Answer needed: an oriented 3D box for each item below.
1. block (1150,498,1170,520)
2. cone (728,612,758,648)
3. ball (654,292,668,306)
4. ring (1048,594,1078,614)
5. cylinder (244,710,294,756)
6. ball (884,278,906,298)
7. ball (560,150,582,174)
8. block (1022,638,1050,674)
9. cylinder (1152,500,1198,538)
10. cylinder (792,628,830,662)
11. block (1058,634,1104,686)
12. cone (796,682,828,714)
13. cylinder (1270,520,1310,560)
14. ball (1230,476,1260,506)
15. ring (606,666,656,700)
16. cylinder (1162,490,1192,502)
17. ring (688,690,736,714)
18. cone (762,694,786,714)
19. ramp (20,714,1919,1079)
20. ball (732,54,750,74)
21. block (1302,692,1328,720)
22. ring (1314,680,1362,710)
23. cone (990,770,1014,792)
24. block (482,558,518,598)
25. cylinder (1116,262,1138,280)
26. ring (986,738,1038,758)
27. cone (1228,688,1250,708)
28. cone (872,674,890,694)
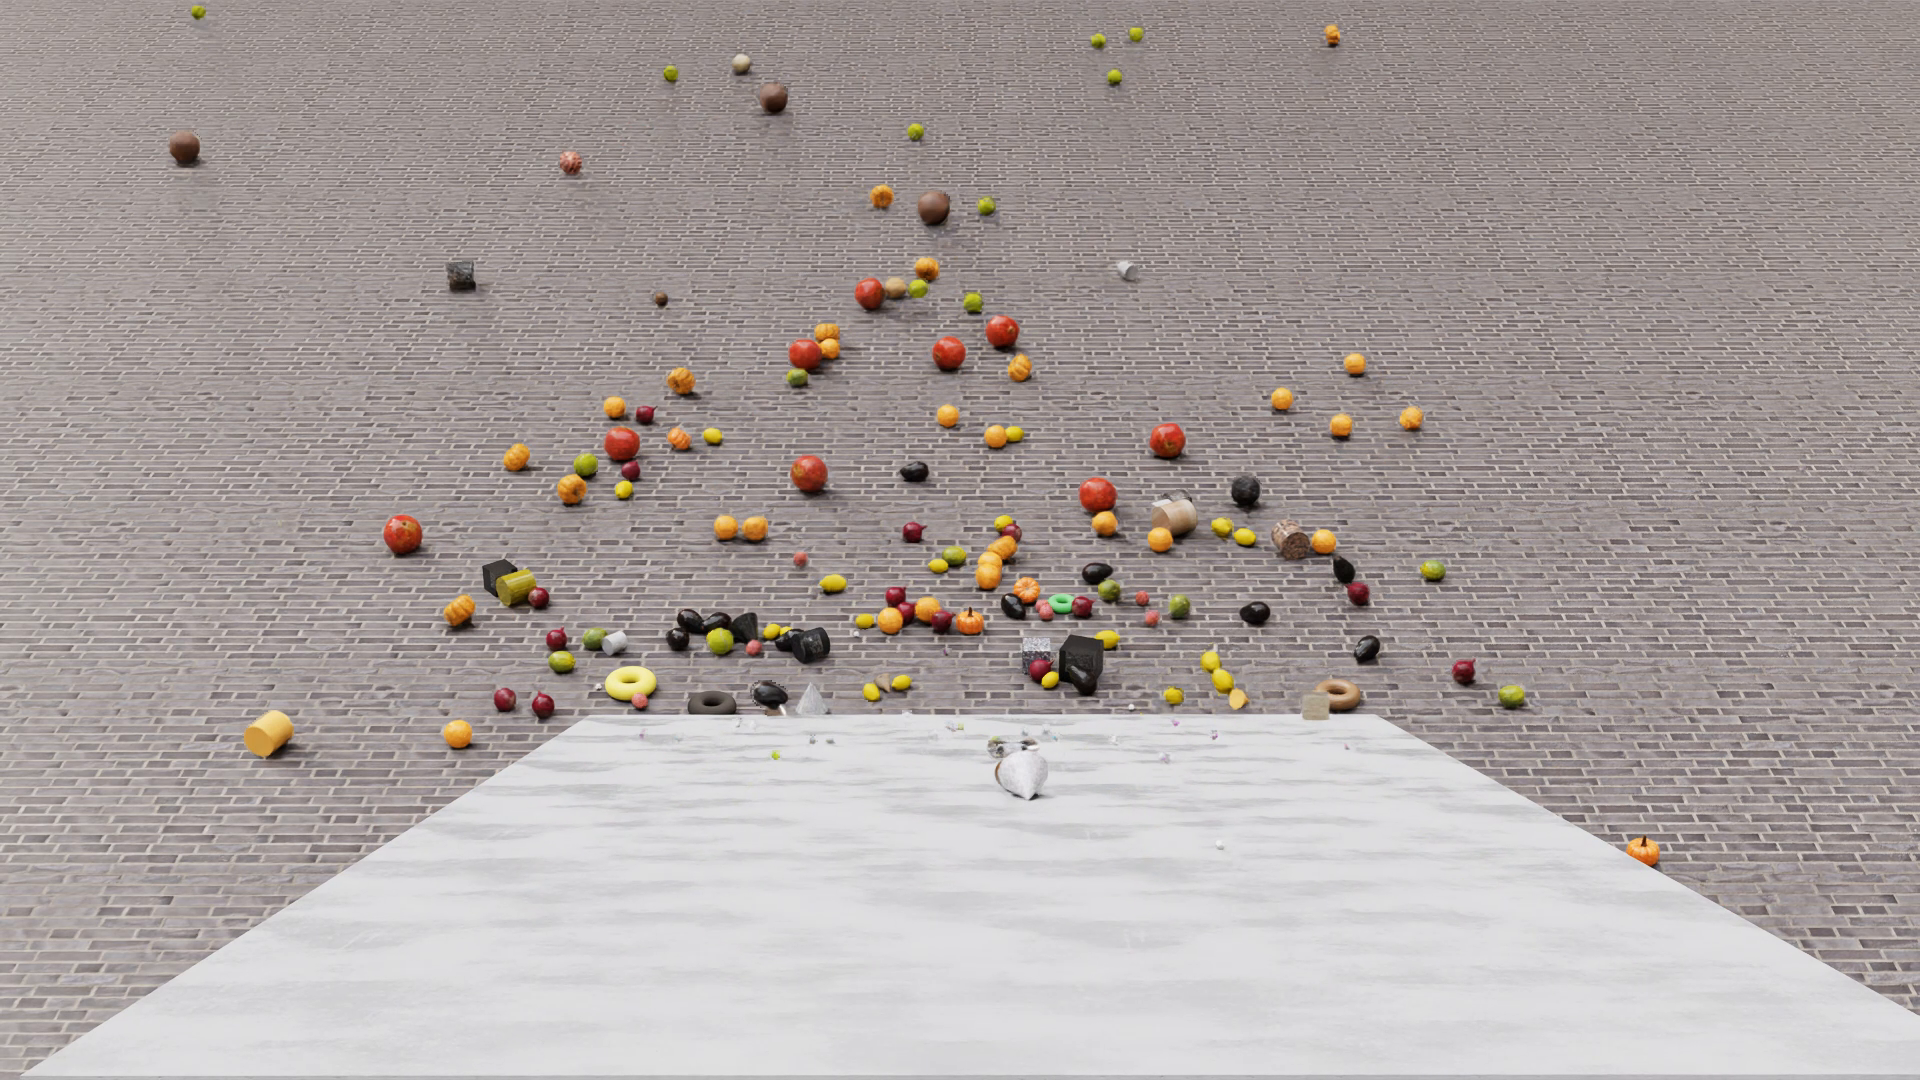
[{"bbox_3d":[0.617,-0.080,7.773,0.059,0.059,0.059,-15,30,-28],"label":"block"},{"bbox_3d":[-0.576,0.264,7.098,0.092,0.092,0.092,-17,58,-30],"label":"cone"},{"bbox_3d":[-1.089,-0.878,9.394,0.051,0.051,0.051,0,26,0],"label":"ball"},{"bbox_3d":[0.290,0.180,7.282,0.087,0.029,0.087,1,27,-1],"label":"ring"},{"bbox_3d":[-1.761,0.494,6.581,0.087,0.087,0.087,11,28,21],"label":"cylinder"},{"bbox_3d":[-0.237,-0.924,9.458,0.077,0.077,0.077,0,26,0],"label":"ball"},{"bbox_3d":[-1.622,-1.573,10.749,0.095,0.095,0.095,0,26,0],"label":"ball"},{"bbox_3d":[0.206,0.314,6.961,0.073,0.073,0.073,0,26,0],"label":"block"},{"bbox_3d":[0.639,-0.063,7.693,0.099,0.099,0.099,-15,30,-28],"label":"cylinder"},{"bbox_3d":[-0.406,0.284,7.016,0.078,0.078,0.078,-16,30,-29],"label":"cylinder"},{"bbox_3d":[0.325,0.323,6.919,0.094,0.094,0.094,9,28,18],"label":"block"},{"bbox_3d":[-0.388,0.406,6.763,0.084,0.084,0.084,0,26,0],"label":"cone"},{"bbox_3d":[0.970,-0.001,7.579,0.090,0.090,0.090,-6,27,-12],"label":"cylinder"},{"bbox_3d":[0.872,-0.150,7.879,0.090,0.090,0.090,0,26,0],"label":"ball"},{"bbox_3d":[-0.875,0.381,6.856,0.137,0.046,0.137,-1,28,0],"label":"ring"},{"bbox_3d":[0.658,-0.113,7.831,0.066,0.066,0.066,-8,27,-30],"label":"cylinder"},{"bbox_3d":[-0.649,0.436,6.749,0.128,0.043,0.128,1,26,-1],"label":"ring"},{"bbox_3d":[-0.486,0.429,6.735,0.066,0.066,0.066,0,26,0],"label":"cone"},{"bbox_3d":[0.060,0.539,4.575,2.000,0.100,4.000,0,1,0],"label":"ramp"},{"bbox_3d":[-1.024,-2.230,12.086,0.088,0.088,0.088,0,26,0],"label":"ball"},{"bbox_3d":[0.890,0.415,6.459,0.065,0.065,0.065,0,1,8],"label":"block"},{"bbox_3d":[0.995,0.408,6.807,0.125,0.042,0.125,-1,27,1],"label":"ring"},{"bbox_3d":[0.105,0.465,4.938,0.072,0.072,0.072,-9,4,-18],"label":"cone"},{"bbox_3d":[-1.313,0.109,7.374,0.073,0.073,0.073,-19,32,-34],"label":"block"},{"bbox_3d":[0.624,-1.005,9.644,0.057,0.057,0.057,-14,29,-25],"label":"cylinder"},{"bbox_3d":[0.114,0.449,5.567,0.114,0.038,0.114,0,2,0],"label":"ring"},{"bbox_3d":[0.746,0.422,6.798,0.054,0.054,0.054,13,12,-42],"label":"cone"},{"bbox_3d":[-0.198,0.390,6.865,0.051,0.051,0.051,-16,57,-29],"label":"cone"}]
